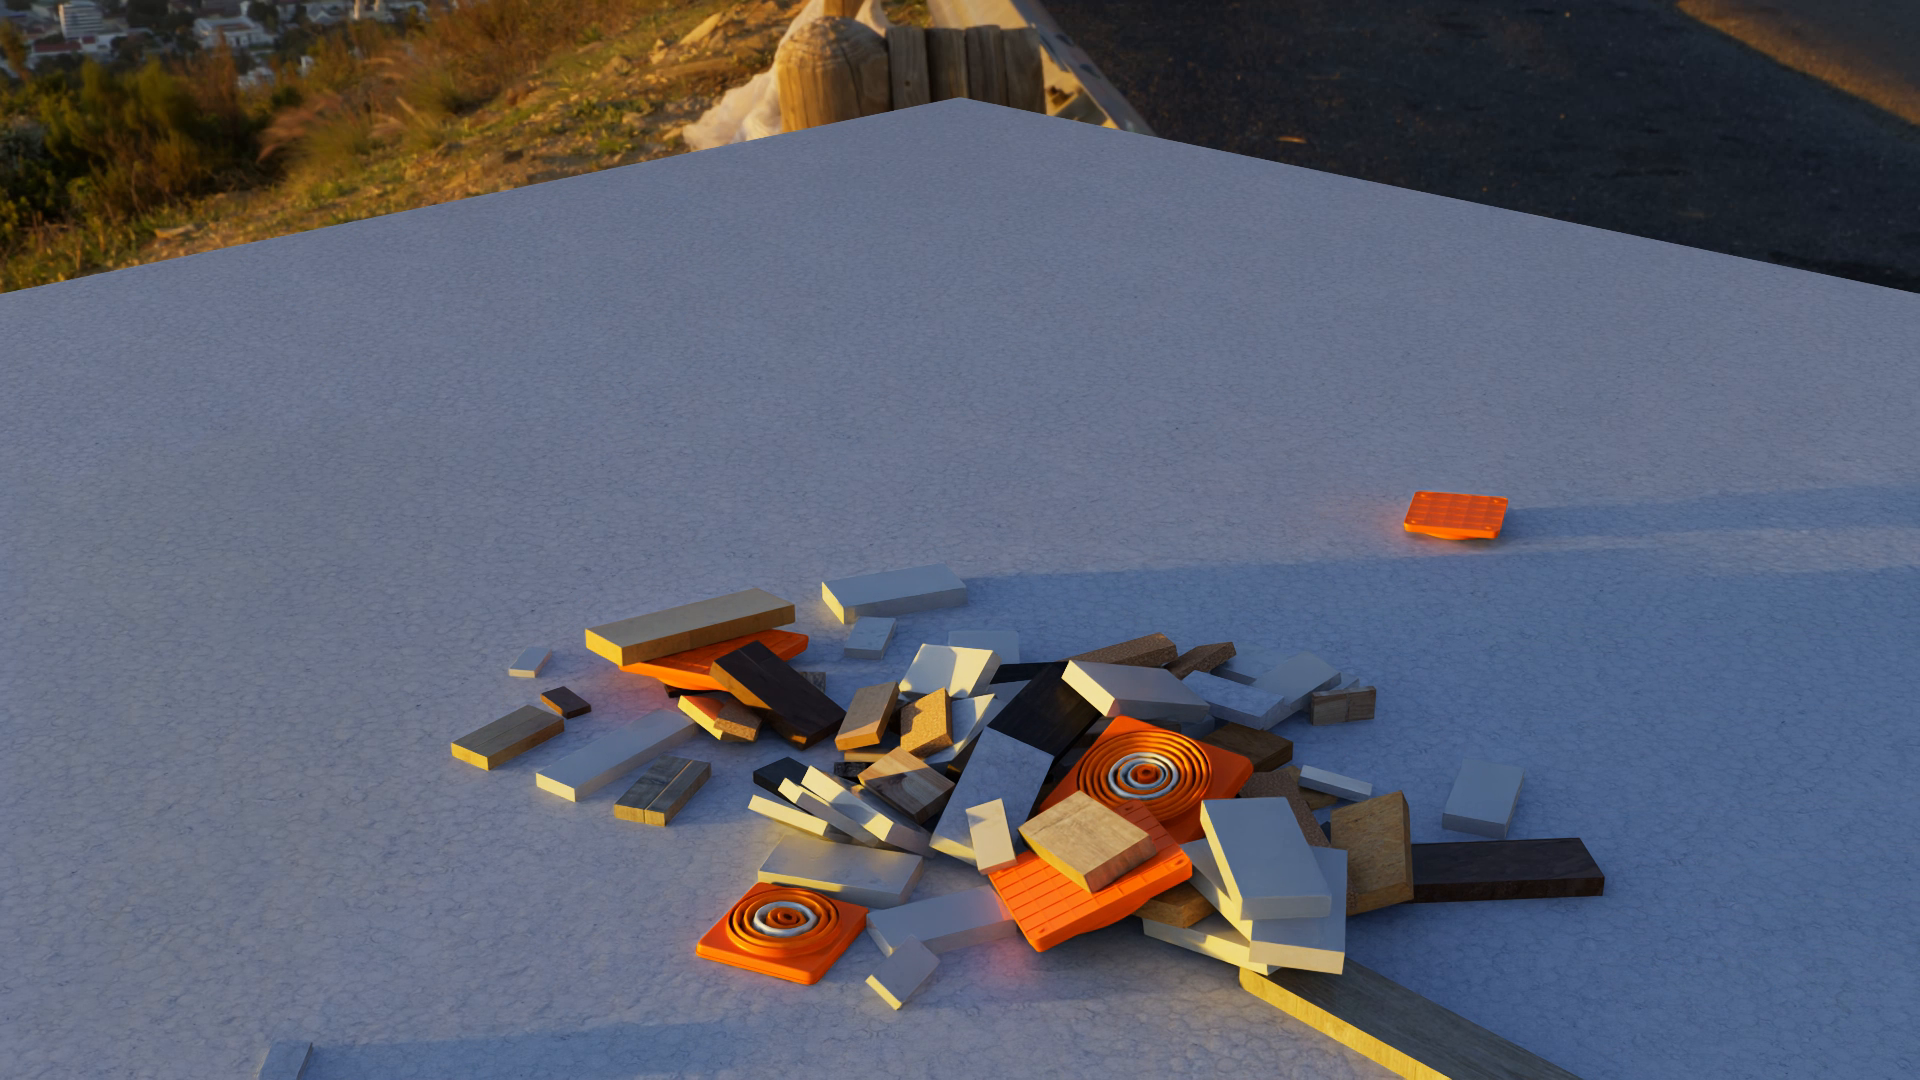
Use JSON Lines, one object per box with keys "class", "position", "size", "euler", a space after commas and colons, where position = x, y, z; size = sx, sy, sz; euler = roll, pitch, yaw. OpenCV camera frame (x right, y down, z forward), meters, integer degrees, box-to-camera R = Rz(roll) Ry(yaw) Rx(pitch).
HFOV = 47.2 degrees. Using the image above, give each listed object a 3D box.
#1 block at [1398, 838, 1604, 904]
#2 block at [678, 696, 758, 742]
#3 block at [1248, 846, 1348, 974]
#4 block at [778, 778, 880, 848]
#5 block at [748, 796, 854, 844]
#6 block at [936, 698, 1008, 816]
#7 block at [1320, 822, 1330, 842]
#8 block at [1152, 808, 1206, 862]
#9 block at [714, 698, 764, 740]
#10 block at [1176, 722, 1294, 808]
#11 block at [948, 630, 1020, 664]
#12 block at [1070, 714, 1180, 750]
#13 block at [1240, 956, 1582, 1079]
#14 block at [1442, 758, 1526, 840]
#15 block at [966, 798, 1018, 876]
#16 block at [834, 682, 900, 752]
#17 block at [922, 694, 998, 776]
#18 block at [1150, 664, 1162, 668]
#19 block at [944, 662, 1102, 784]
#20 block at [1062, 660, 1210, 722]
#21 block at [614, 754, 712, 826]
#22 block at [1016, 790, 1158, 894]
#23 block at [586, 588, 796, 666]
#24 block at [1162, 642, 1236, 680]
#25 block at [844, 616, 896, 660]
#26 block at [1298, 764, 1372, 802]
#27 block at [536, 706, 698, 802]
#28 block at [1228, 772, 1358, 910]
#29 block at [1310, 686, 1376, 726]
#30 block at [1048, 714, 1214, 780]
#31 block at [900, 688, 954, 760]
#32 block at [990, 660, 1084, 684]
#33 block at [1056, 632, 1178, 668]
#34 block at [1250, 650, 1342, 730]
{"class": "block", "position": [1.000, 0.633, 4.215], "size": [0.428, 0.041, 0.146], "euler": [-2, 23, -4]}
{"class": "block", "position": [-0.525, 0.388, 4.771], "size": [0.094, 0.027, 0.187], "euler": [9, 13, -39]}
{"class": "block", "position": [0.593, 0.637, 3.842], "size": [0.157, 0.044, 0.314], "euler": [6, 26, 8]}
{"class": "block", "position": [-0.254, 0.532, 4.281], "size": [0.195, 0.028, 0.098], "euler": [34, -5, -26]}
{"class": "block", "position": [-0.313, 0.555, 4.334], "size": [0.195, 0.028, 0.098], "euler": [14, -14, 36]}
{"class": "block", "position": [0.058, 0.457, 4.513], "size": [0.108, 0.030, 0.325], "euler": [17, 43, 14]}
{"class": "block", "position": [0.706, 0.603, 4.314], "size": [0.072, 0.020, 0.160], "euler": [19, 29, 37]}
{"class": "block", "position": [0.451, 0.593, 4.327], "size": [0.097, 0.028, 0.194], "euler": [17, 28, 34]}
{"class": "block", "position": [-0.471, 0.384, 4.733], "size": [0.089, 0.025, 0.177], "euler": [18, 10, 0]}
{"class": "block", "position": [0.547, 0.468, 4.604], "size": [0.149, 0.042, 0.299], "euler": [21, 30, 40]}
{"class": "block", "position": [0.056, 0.295, 5.007], "size": [0.160, 0.045, 0.320], "euler": [0, 23, -1]}
{"class": "block", "position": [0.257, 0.400, 4.669], "size": [0.406, 0.032, 0.114], "euler": [-4, 23, -10]}
{"class": "block", "position": [0.775, 0.843, 3.717], "size": [0.157, 0.044, 0.654], "euler": [-20, 30, -39]}
{"class": "block", "position": [1.067, 0.525, 4.479], "size": [0.124, 0.035, 0.248], "euler": [9, 25, 20]}
{"class": "block", "position": [0.061, 0.567, 4.201], "size": [0.073, 0.021, 0.146], "euler": [-18, 46, 5]}
{"class": "block", "position": [-0.198, 0.378, 4.748], "size": [0.094, 0.027, 0.232], "euler": [-12, 21, 16]}
{"class": "block", "position": [-0.009, 0.413, 4.626], "size": [0.114, 0.032, 0.229], "euler": [-13, 26, 35]}
{"class": "block", "position": [0.406, 0.299, 4.961], "size": [0.075, 0.021, 0.150], "euler": [-18, 7, 19]}
{"class": "block", "position": [0.139, 0.409, 4.520], "size": [0.152, 0.043, 0.381], "euler": [34, 46, 15]}
{"class": "block", "position": [0.375, 0.322, 4.657], "size": [0.304, 0.043, 0.152], "euler": [8, 23, -43]}
{"class": "block", "position": [-0.608, 0.513, 4.512], "size": [0.110, 0.031, 0.220], "euler": [8, 24, 17]}
{"class": "block", "position": [0.233, 0.559, 4.093], "size": [0.146, 0.041, 0.292], "euler": [-29, 20, -16]}
{"class": "block", "position": [-0.619, 0.198, 5.079], "size": [0.464, 0.045, 0.160], "euler": [-14, 22, -36]}
{"class": "block", "position": [0.510, 0.290, 4.962], "size": [0.223, 0.032, 0.112], "euler": [-26, 9, -39]}
{"class": "block", "position": [-0.211, 0.230, 5.186], "size": [0.089, 0.025, 0.177], "euler": [4, 23, 9]}
{"class": "block", "position": [0.769, 0.501, 4.508], "size": [0.146, 0.021, 0.073], "euler": [15, 16, 11]}
{"class": "block", "position": [-0.722, 0.451, 4.659], "size": [0.110, 0.031, 0.371], "euler": [16, 28, 33]}
{"class": "block", "position": [0.636, 0.575, 4.249], "size": [0.124, 0.035, 0.538], "euler": [-2, 18, -5]}
{"class": "block", "position": [0.839, 0.363, 4.814], "size": [0.143, 0.072, 0.020], "euler": [-5, 24, -13]}
{"class": "block", "position": [0.343, 0.421, 4.713], "size": [0.396, 0.042, 0.149], "euler": [-14, 27, -30]}
{"class": "block", "position": [-0.071, 0.394, 4.658], "size": [0.108, 0.030, 0.215], "euler": [-27, 21, 9]}
{"class": "block", "position": [0.156, 0.334, 4.836], "size": [0.247, 0.035, 0.123], "euler": [-2, 62, -8]}
{"class": "block", "position": [0.339, 0.276, 4.969], "size": [0.285, 0.035, 0.123], "euler": [-15, 13, -8]}
{"class": "block", "position": [0.718, 0.331, 4.850], "size": [0.223, 0.032, 0.112], "euler": [-29, 39, -21]}
